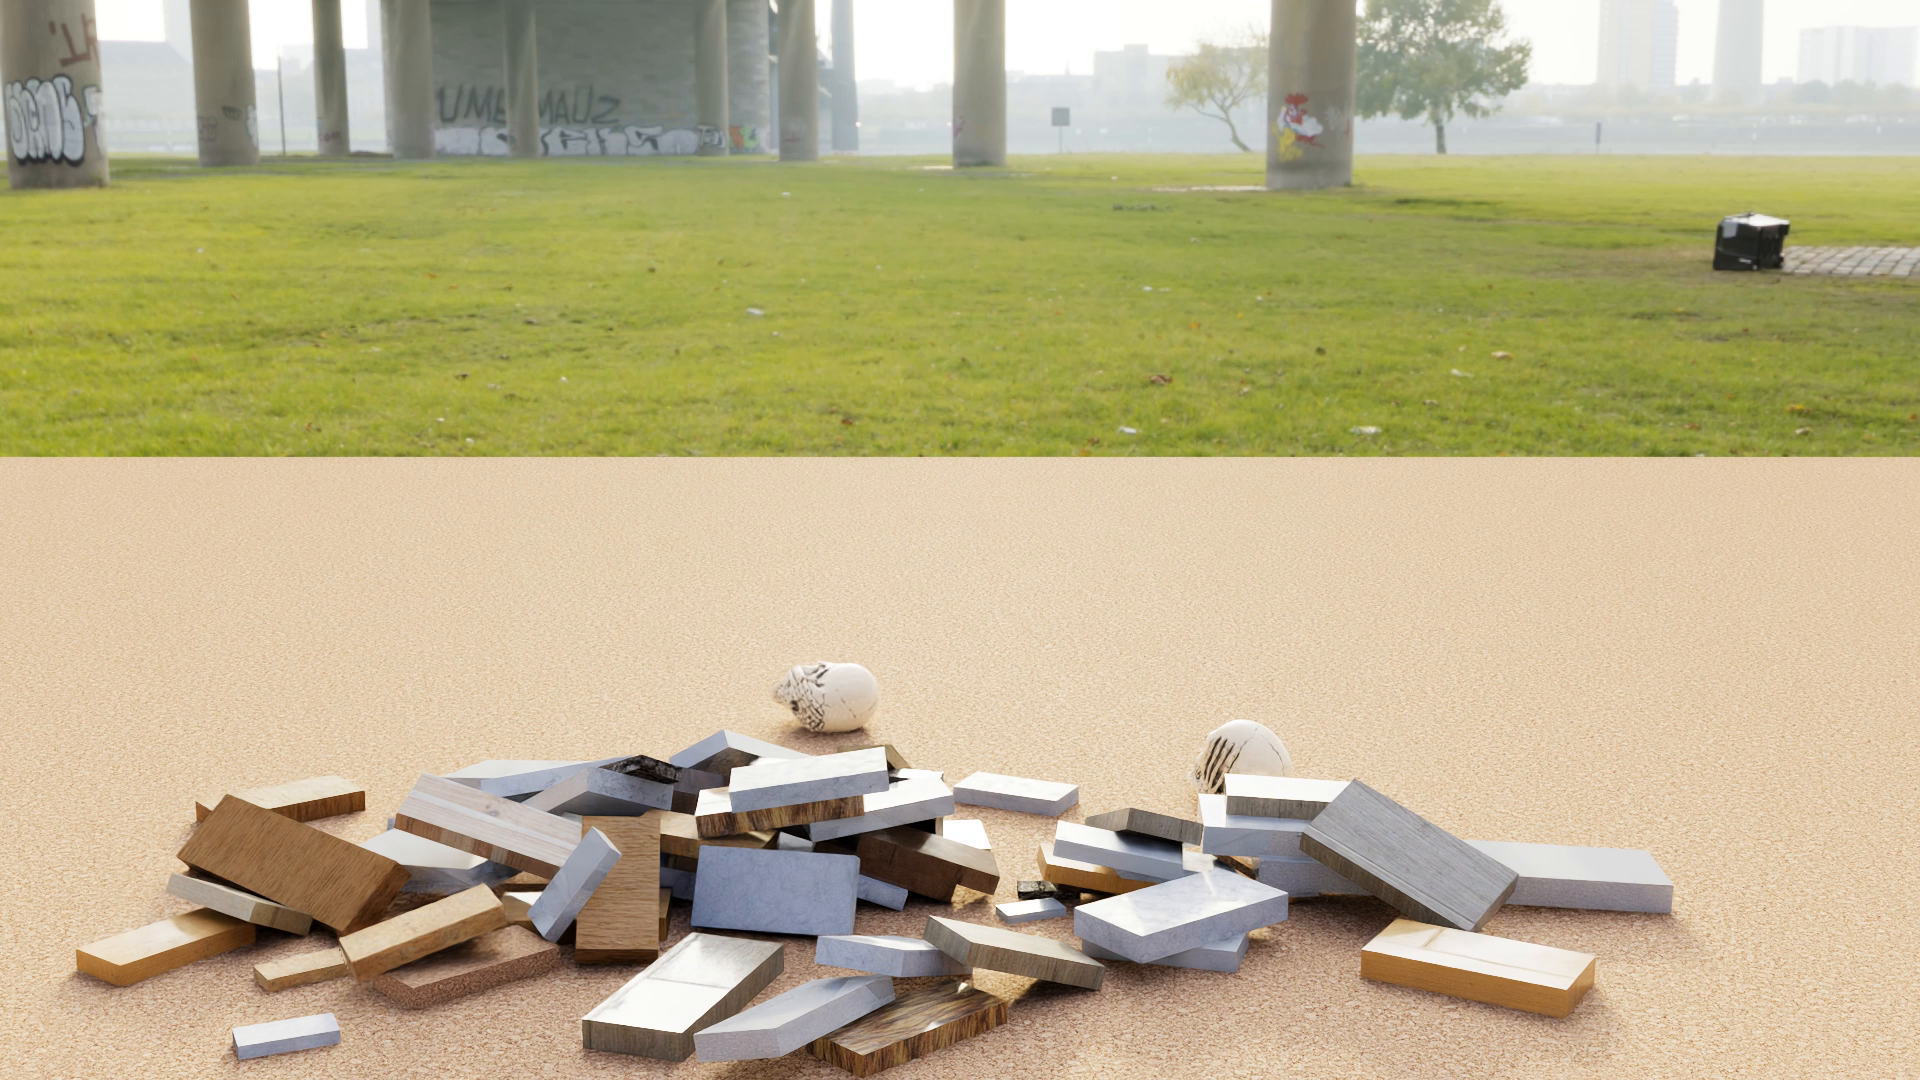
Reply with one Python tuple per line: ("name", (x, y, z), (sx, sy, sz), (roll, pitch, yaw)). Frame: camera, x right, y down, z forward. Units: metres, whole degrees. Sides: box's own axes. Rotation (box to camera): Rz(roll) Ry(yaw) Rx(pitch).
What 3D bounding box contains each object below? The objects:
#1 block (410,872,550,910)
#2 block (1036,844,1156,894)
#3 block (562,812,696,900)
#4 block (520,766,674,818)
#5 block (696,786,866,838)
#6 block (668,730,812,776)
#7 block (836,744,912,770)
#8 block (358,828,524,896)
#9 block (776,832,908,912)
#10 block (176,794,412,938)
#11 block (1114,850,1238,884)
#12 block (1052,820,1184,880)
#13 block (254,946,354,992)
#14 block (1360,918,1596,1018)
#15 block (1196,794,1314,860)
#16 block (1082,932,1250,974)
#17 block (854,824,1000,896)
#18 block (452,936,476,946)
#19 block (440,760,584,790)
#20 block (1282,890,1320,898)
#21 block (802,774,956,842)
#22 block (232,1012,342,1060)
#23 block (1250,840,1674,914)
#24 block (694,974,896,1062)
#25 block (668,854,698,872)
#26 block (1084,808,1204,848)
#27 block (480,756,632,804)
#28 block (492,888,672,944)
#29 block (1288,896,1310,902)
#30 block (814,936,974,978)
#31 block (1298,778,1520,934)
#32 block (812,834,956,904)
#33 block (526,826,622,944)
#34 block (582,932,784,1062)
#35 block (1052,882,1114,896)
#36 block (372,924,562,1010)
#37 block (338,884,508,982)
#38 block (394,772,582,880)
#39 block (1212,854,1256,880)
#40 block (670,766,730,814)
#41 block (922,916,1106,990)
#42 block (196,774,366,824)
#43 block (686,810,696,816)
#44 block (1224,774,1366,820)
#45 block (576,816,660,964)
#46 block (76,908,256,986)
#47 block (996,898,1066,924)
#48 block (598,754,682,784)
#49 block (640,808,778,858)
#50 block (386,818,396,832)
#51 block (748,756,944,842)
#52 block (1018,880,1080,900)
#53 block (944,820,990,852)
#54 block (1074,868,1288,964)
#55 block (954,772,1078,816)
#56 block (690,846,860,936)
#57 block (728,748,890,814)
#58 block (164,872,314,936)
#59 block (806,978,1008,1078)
("block", (-0.734, 0.568, 3.664), (0.324, 0.046, 0.162), (0, 11, 0))
("block", (0.237, 0.554, 3.663), (0.209, 0.030, 0.104), (11, 9, -7))
("block", (-0.518, 0.533, 3.662), (0.324, 0.046, 0.162), (12, 10, -2))
("block", (-0.629, 0.458, 3.771), (0.152, 0.043, 0.304), (18, -27, -28))
("block", (-0.294, 0.432, 3.615), (0.271, 0.038, 0.135), (-8, 12, -1))
("block", (-0.378, 0.407, 3.942), (0.120, 0.034, 0.329), (-28, -25, 18))
("block", (-0.126, 0.427, 3.880), (0.107, 0.030, 0.213), (-5, -36, 26))
("block", (-0.862, 0.525, 3.610), (0.324, 0.046, 0.162), (-2, 12, 33))
("block", (-0.197, 0.546, 3.625), (0.221, 0.031, 0.111), (19, 9, -6))
("block", (-1.108, 0.537, 3.632), (0.532, 0.038, 0.135), (10, 56, 42))
("block", (0.356, 0.547, 3.677), (0.209, 0.030, 0.104), (10, 10, -14))
("block", (0.259, 0.508, 3.600), (0.209, 0.030, 0.104), (11, 10, 3))
("block", (-0.985, 0.646, 3.313), (0.137, 0.019, 0.068), (-7, 13, -34))
("block", (0.775, 0.638, 3.291), (0.309, 0.044, 0.154), (6, 12, 30))
("block", (0.574, 0.485, 3.683), (0.341, 0.048, 0.171), (3, 11, 2))
("block", (0.319, 0.621, 3.409), (0.239, 0.034, 0.120), (3, 11, 16))
("block", (-0.057, 0.520, 3.651), (0.240, 0.034, 0.120), (18, 9, -8))
("block", (-0.800, 0.599, 3.386), (0.068, 0.019, 0.137), (-12, 9, -27))
("block", (-0.841, 0.456, 4.194), (0.270, 0.038, 0.135), (-2, 8, 29))
("block", (0.538, 0.575, 3.629), (0.097, 0.014, 0.049), (0, 12, -14))
("block", (-0.139, 0.444, 3.641), (0.240, 0.034, 0.120), (-10, 12, -12))
("block", (-0.940, 0.692, 3.068), (0.137, 0.019, 0.068), (-5, 12, -24))
("block", (0.827, 0.549, 3.667), (0.669, 0.048, 0.171), (3, 11, 3))
("block", (-0.225, 0.658, 3.038), (0.135, 0.038, 0.292), (-11, -1, 30))
("block", (-0.369, 0.530, 3.643), (0.221, 0.031, 0.111), (12, 10, -6))
("block", (0.307, 0.494, 3.729), (0.128, 0.036, 0.292), (14, -13, -9))
("block", (-0.719, 0.455, 3.981), (0.270, 0.038, 0.135), (-9, -28, -6))
("block", (-0.600, 0.600, 3.510), (0.270, 0.038, 0.135), (-1, 11, -3))
("block", (0.526, 0.588, 3.643), (0.097, 0.014, 0.049), (-5, 12, -27))
("block", (-0.091, 0.609, 3.224), (0.135, 0.038, 0.271), (5, -8, 23))
("block", (0.717, 0.515, 3.522), (0.309, 0.044, 0.154), (30, 49, 29))
("block", (-0.126, 0.531, 3.652), (0.240, 0.034, 0.120), (19, 9, -5))
("block", (-0.596, 0.532, 3.396), (0.024, 0.168, 0.084), (39, -4, -33))
("block", (-0.395, 0.658, 3.187), (0.152, 0.043, 0.352), (4, 11, 18))
("block", (0.203, 0.571, 3.655), (0.103, 0.015, 0.051), (9, 10, -18))
("block", (-0.739, 0.640, 3.302), (0.248, 0.035, 0.124), (-9, 14, -41))
("block", (-0.805, 0.587, 3.299), (0.230, 0.033, 0.115), (-19, 15, -21))
("block", (-0.720, 0.471, 3.530), (0.347, 0.033, 0.115), (18, 30, 0))
("block", (0.470, 0.547, 3.718), (0.097, 0.014, 0.049), (31, 4, -1))
("block", (-0.557, 0.451, 3.869), (0.152, 0.043, 0.304), (18, -26, -41))
("block", (0.081, 0.609, 3.245), (0.248, 0.035, 0.124), (17, 0, -31))
("block", (-1.262, 0.493, 4.088), (0.270, 0.038, 0.135), (-8, 13, -38))
("block", (-0.515, 0.474, 4.048), (0.084, 0.024, 0.168), (-9, 14, -40))
("block", (0.568, 0.436, 3.713), (0.239, 0.034, 0.120), (3, 11, 4))
("block", (-0.533, 0.544, 3.437), (0.124, 0.035, 0.265), (2, 41, -9))
("block", (-1.223, 0.624, 3.393), (0.117, 0.033, 0.234), (8, 13, 36))
("block", (0.115, 0.601, 3.567), (0.103, 0.015, 0.051), (-4, 11, -22))
("block", (-0.554, 0.398, 3.703), (0.084, 0.024, 0.168), (25, -30, -38))
("block", (-0.421, 0.488, 3.601), (0.221, 0.031, 0.111), (9, 11, 10))
("block", (-0.841, 0.515, 3.816), (0.270, 0.038, 0.135), (1, -11, 18))
("block", (-0.199, 0.477, 3.808), (0.341, 0.171, 0.048), (3, 11, 16))
("block", (0.147, 0.583, 3.665), (0.103, 0.015, 0.051), (0, 11, -1))
("block", (0.005, 0.534, 3.906), (0.081, 0.023, 0.161), (-1, 11, -6))
("block", (0.345, 0.580, 3.415), (0.309, 0.044, 0.154), (-8, 13, -37))
("block", (0.106, 0.481, 4.172), (0.213, 0.030, 0.107), (5, 12, 26))
("block", (-0.292, 0.558, 3.484), (0.256, 0.128, 0.036), (2, -15, 11))
("block", (-0.246, 0.392, 3.594), (0.256, 0.036, 0.128), (-8, 12, -2))
("block", (-1.147, 0.579, 3.496), (0.229, 0.033, 0.115), (7, -15, 38))
("block", (-0.072, 0.682, 3.083), (0.273, 0.033, 0.117), (-10, 14, -43))
